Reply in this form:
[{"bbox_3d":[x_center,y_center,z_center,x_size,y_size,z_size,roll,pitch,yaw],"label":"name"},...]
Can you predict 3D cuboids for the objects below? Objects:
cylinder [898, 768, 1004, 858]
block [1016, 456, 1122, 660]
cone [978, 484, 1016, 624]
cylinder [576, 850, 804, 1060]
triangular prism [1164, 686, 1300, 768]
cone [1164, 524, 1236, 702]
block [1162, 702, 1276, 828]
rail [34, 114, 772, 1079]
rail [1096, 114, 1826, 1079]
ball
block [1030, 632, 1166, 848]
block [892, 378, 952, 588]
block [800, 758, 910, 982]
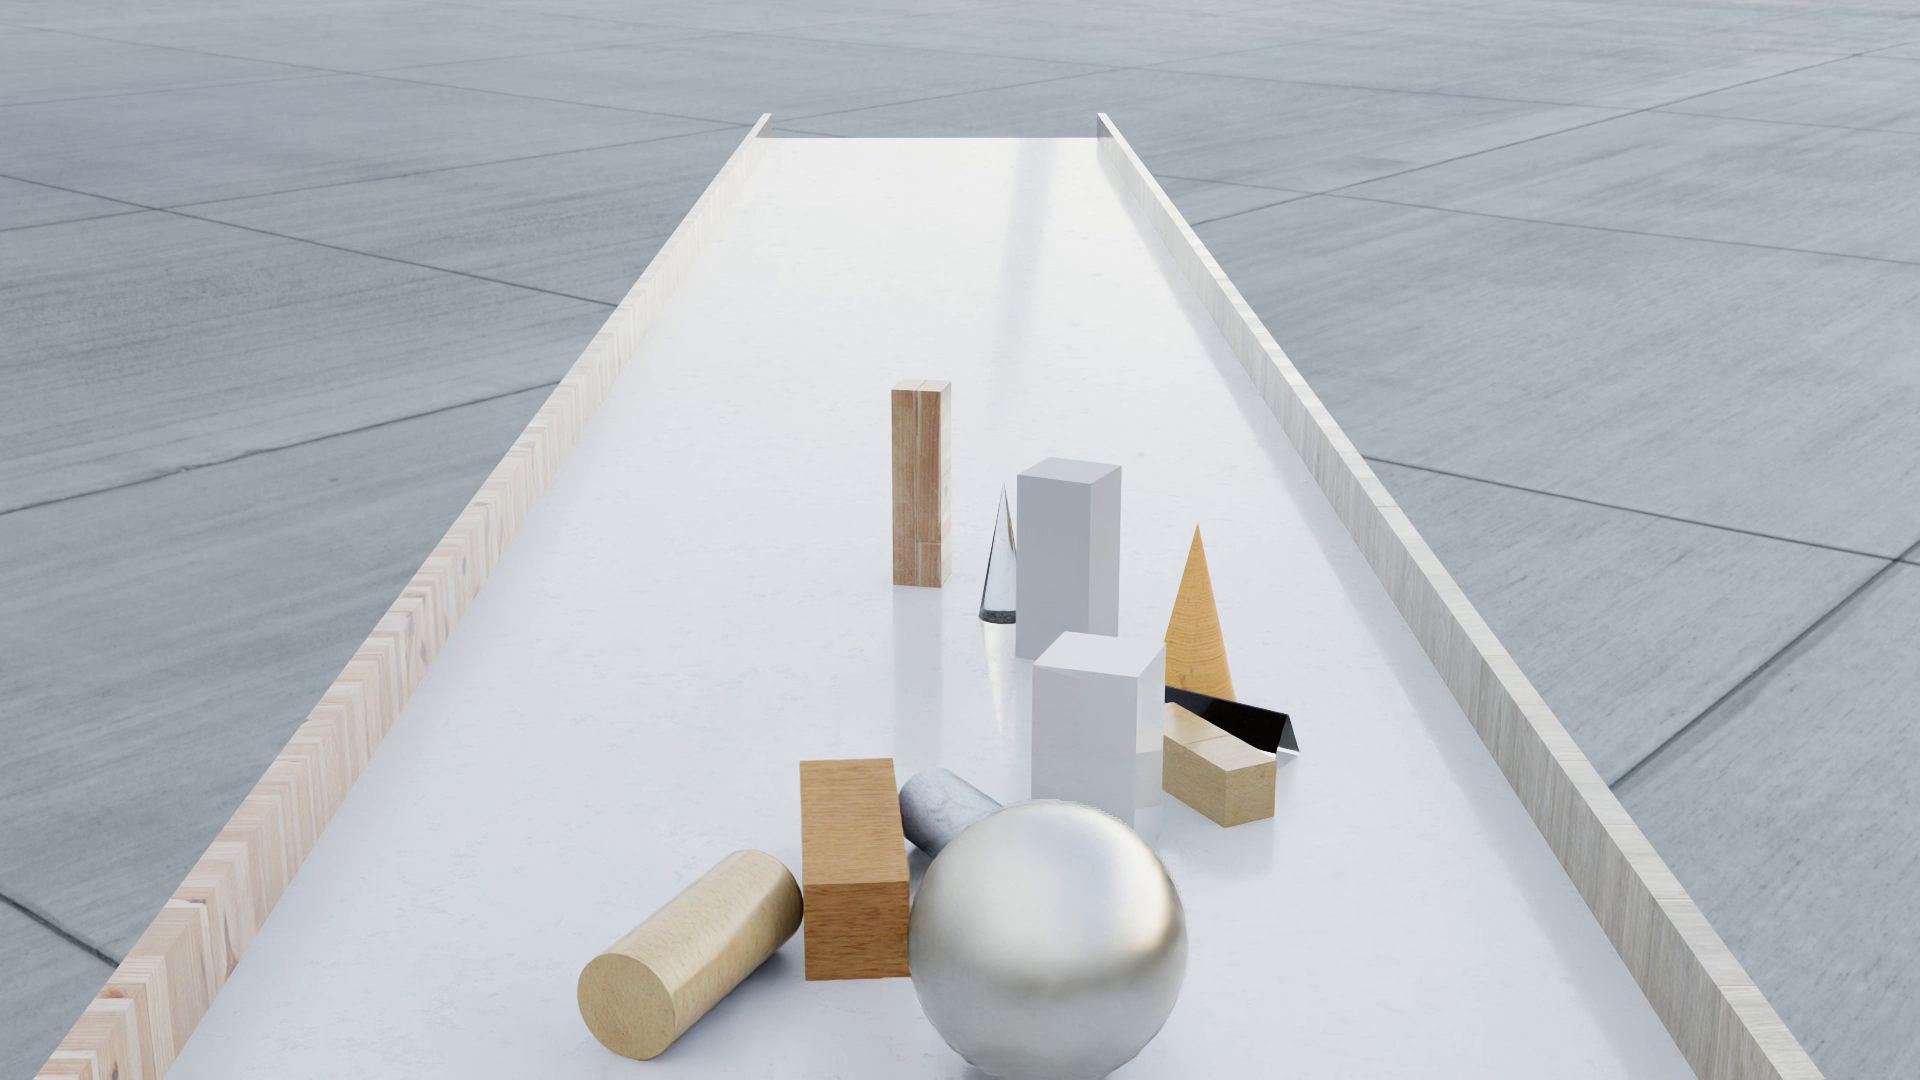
[{"bbox_3d":[0.033,0.470,3.419,0.130,0.130,0.331,-9,19,-29],"label":"cylinder"},{"bbox_3d":[0.218,0.044,4.413,0.158,0.381,0.158,8,18,25],"label":"block"},{"bbox_3d":[0.092,0.017,4.638,0.105,0.302,0.105,0,17,0],"label":"cone"},{"bbox_3d":[-0.368,0.568,3.051,0.152,0.152,0.356,7,18,23],"label":"cylinder"},{"bbox_3d":[0.417,0.318,3.988,0.393,0.092,0.106,12,20,34],"label":"triangular prism"},{"bbox_3d":[0.439,0.141,4.113,0.174,0.365,0.174,0,17,0],"label":"cone"},{"bbox_3d":[0.407,0.382,3.766,0.101,0.101,0.308,-9,19,-27],"label":"block"},{"bbox_3d":[-1.118,-0.838,7.780,0.050,0.150,12.000,0,17,-1],"label":"rail"},{"bbox_3d":[0.932,-0.844,7.801,0.050,0.150,12.000,0,17,-1],"label":"rail"},{"bbox_3d":[0.113,0.520,2.840,0.363,0.363,0.363,0,17,0],"label":"ball"},{"bbox_3d":[0.221,0.338,3.509,0.169,0.332,0.169,6,18,19],"label":"block"},{"bbox_3d":[-0.084,-0.126,4.869,0.110,0.445,0.110,3,17,11],"label":"block"},{"bbox_3d":[-0.164,0.488,3.324,0.149,0.149,0.458,-1,17,-5],"label":"block"}]
